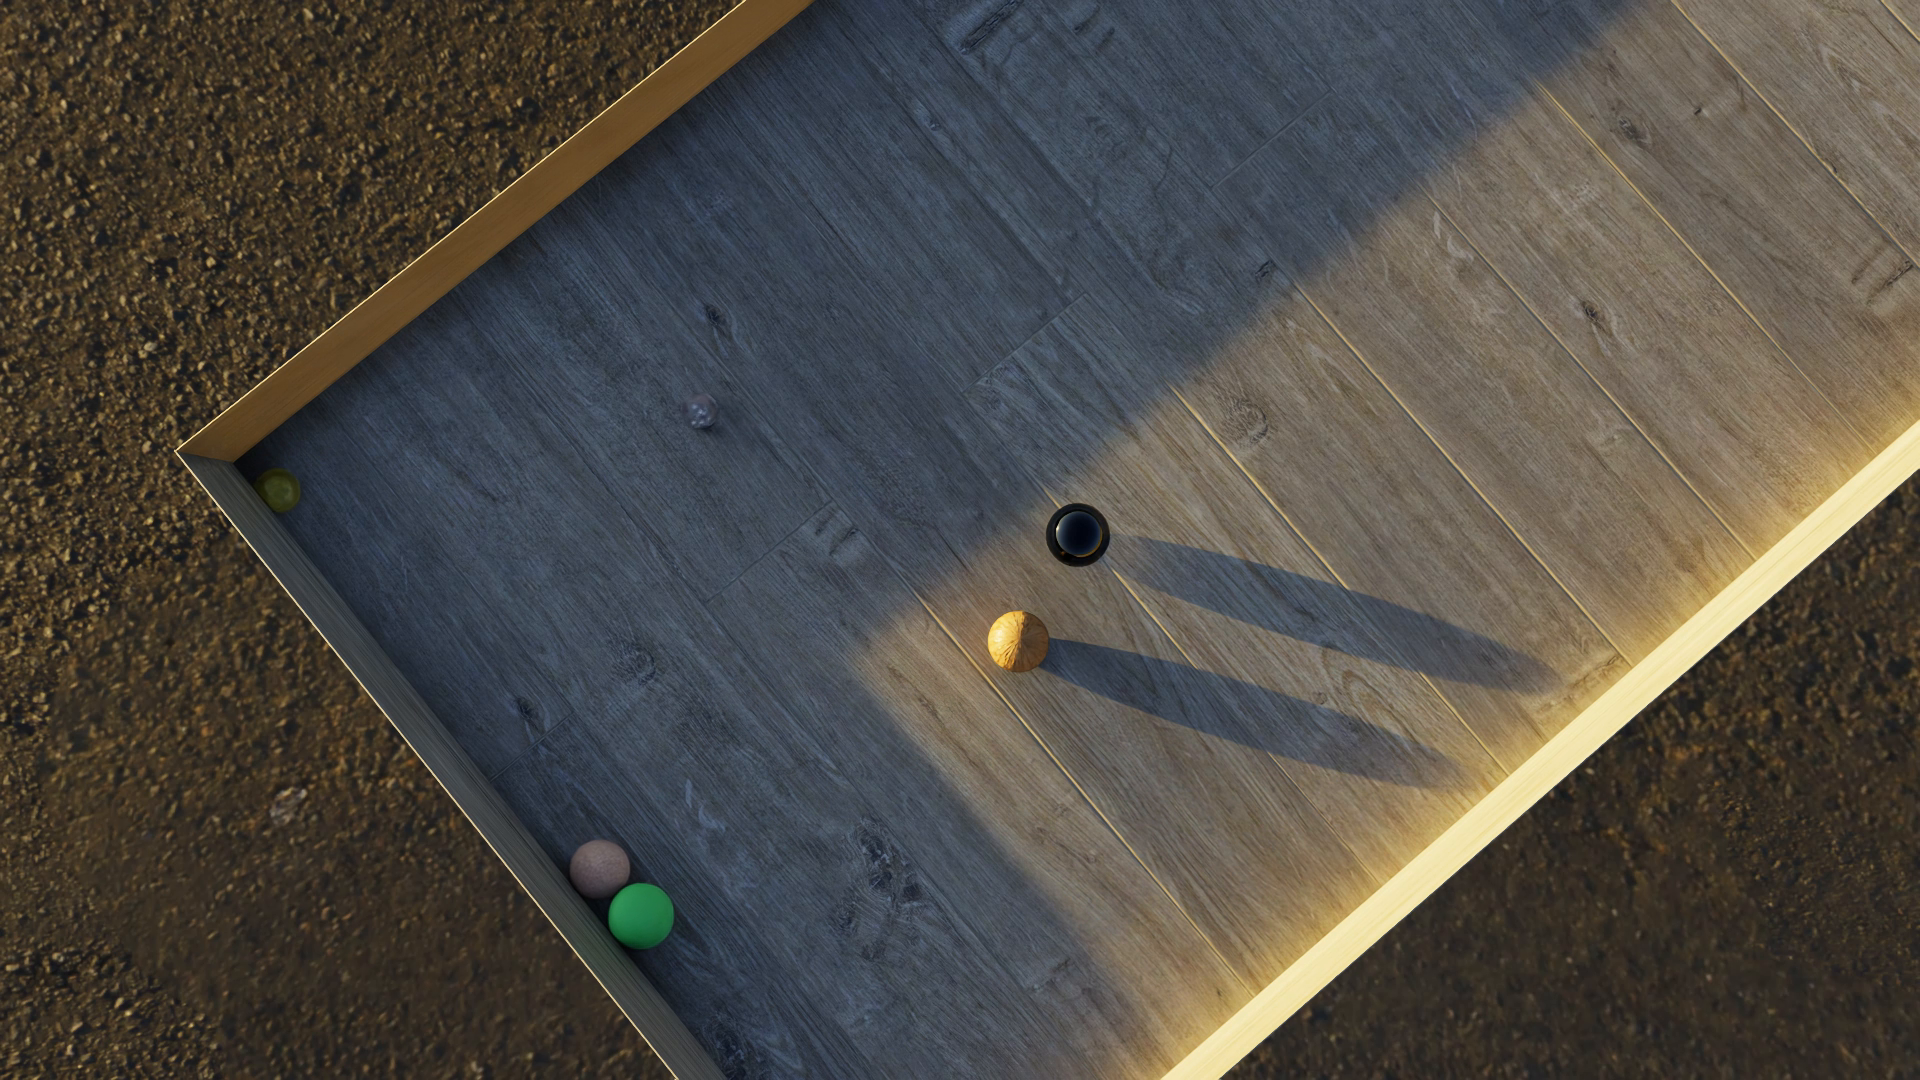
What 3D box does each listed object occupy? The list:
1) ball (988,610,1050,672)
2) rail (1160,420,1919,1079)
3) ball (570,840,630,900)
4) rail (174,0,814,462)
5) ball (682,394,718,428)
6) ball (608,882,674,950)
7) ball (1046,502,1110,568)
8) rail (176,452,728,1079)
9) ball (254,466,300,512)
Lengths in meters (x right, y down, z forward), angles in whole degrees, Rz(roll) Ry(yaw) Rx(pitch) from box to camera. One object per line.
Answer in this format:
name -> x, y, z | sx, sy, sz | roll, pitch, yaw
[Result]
ball -> 0.086, 0.150, 3.236 | 0.091, 0.091, 0.091 | 0, 82, 0
rail -> 1.128, 0.096, 3.226 | 3.198, 0.125, 0.045 | -40, 84, -5
ball -> -0.522, 0.478, 3.190 | 0.087, 0.087, 0.087 | 0, 82, 0
rail -> 0.097, -1.119, 3.404 | 3.198, 0.125, 0.045 | -40, 84, -5
ball -> -0.390, -0.194, 3.305 | 0.053, 0.053, 0.053 | 0, 82, 0
ball -> -0.461, 0.544, 3.176 | 0.096, 0.096, 0.096 | 0, 82, 0
ball -> 0.175, -0.007, 3.256 | 0.096, 0.096, 0.096 | 0, 82, 0
rail -> -0.594, 0.490, 3.168 | 0.045, 0.125, 1.651 | -40, 84, -5
ball -> -1.019, -0.076, 3.281 | 0.067, 0.067, 0.067 | 0, 82, 0
